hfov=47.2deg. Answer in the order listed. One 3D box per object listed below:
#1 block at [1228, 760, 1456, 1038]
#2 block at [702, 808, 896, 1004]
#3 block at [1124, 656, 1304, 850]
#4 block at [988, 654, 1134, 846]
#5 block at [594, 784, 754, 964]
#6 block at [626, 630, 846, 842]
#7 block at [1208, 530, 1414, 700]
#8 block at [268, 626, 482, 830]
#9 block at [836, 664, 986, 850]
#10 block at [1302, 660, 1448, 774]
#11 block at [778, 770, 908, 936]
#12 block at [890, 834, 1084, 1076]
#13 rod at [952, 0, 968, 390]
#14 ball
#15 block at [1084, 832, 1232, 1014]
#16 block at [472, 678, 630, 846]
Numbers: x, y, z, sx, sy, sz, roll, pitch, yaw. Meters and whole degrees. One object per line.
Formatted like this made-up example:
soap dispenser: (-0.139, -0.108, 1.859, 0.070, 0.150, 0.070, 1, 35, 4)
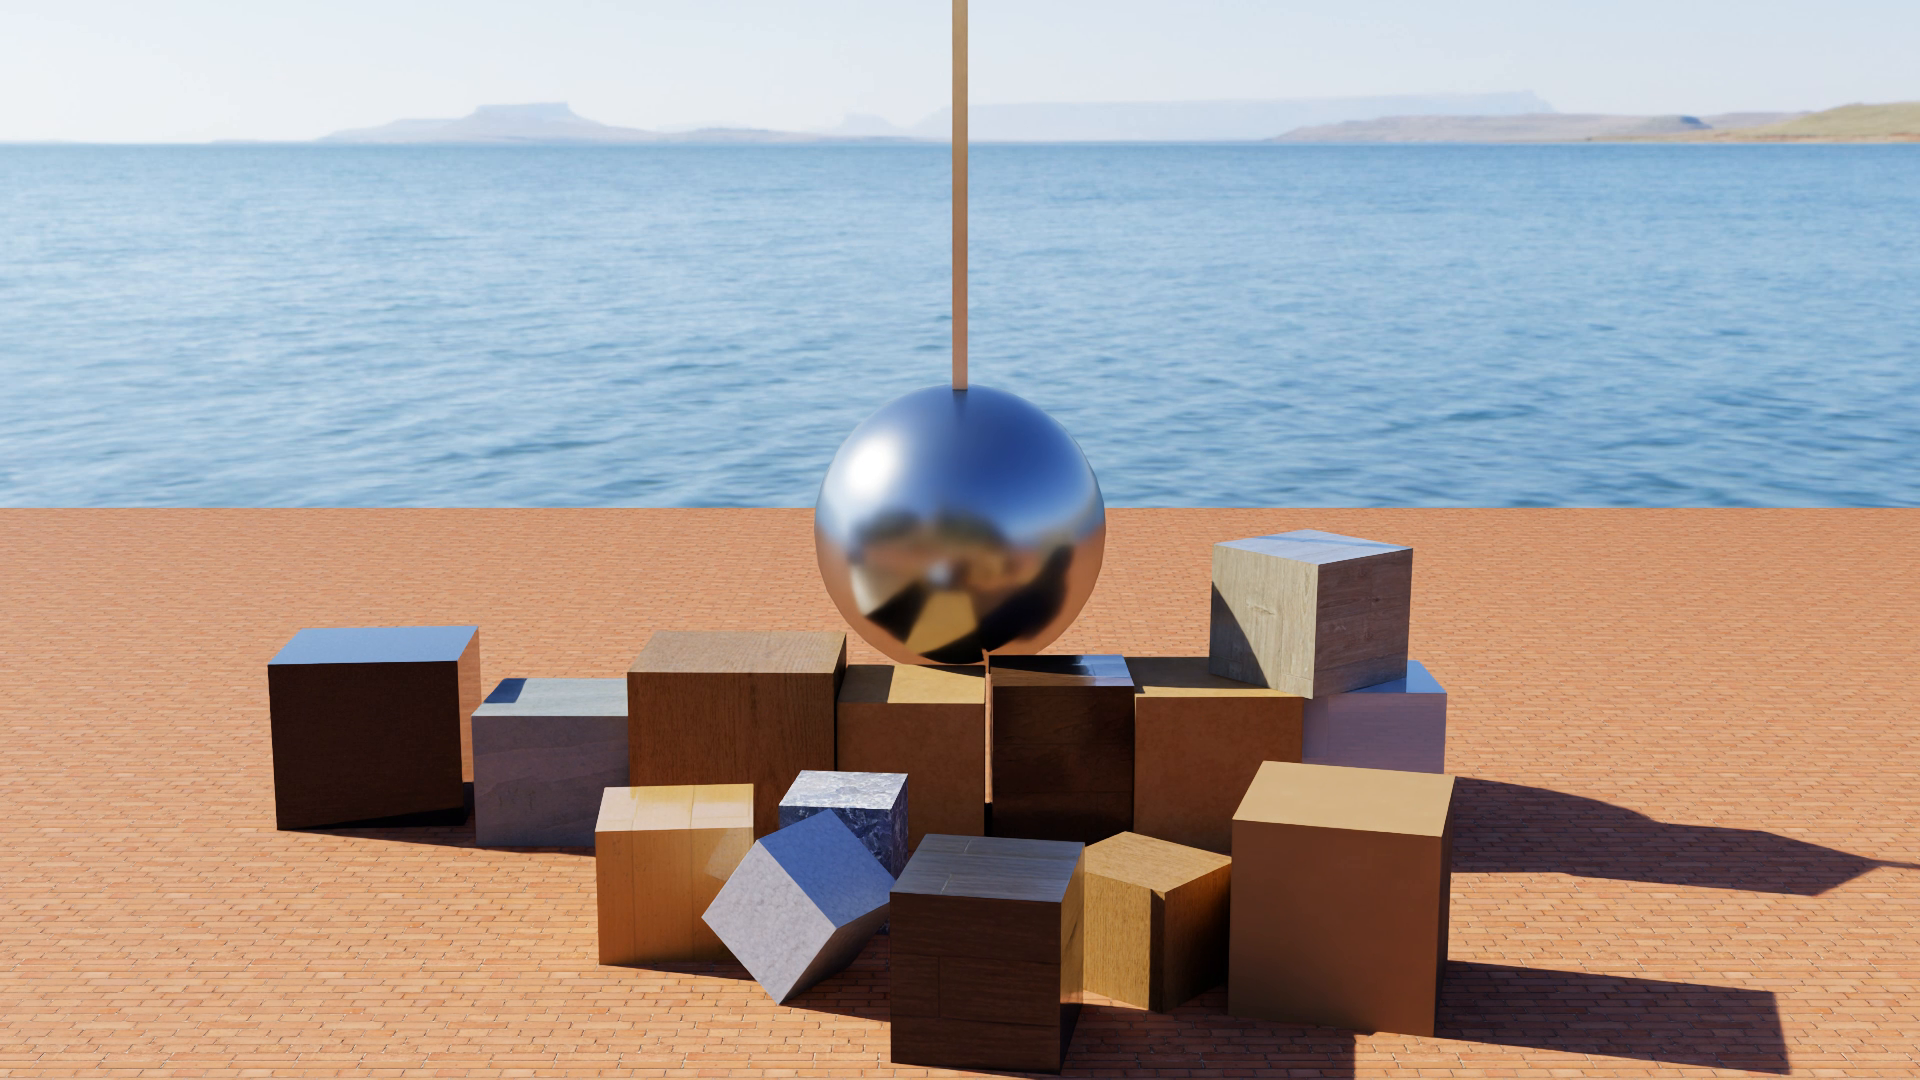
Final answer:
block: (1.602, 1.469, 9.165, 0.820, 0.831, 0.874, 3, 11, 16)
block: (-0.651, 1.529, 9.215, 0.498, 0.493, 0.508, 45, 29, 18)
block: (1.281, 1.088, 11.364, 0.831, 0.793, 0.856, 0, 10, -1)
block: (0.509, 1.074, 11.340, 0.706, 0.830, 0.675, 0, 10, -1)
block: (-1.253, 1.475, 9.783, 0.672, 0.599, 0.649, -1, 10, -5)
block: (-1.122, 1.024, 11.343, 1.017, 0.927, 0.929, 0, 10, 1)
block: (1.793, 0.362, 11.261, 0.739, 0.675, 0.695, -8, 14, -40)
block: (-3.082, 0.983, 11.704, 0.952, 0.879, 0.832, -1, 10, -5)
block: (-0.238, 1.108, 11.354, 0.732, 0.759, 0.809, 0, 10, 1)
block: (2.067, 1.086, 11.397, 0.731, 0.785, 0.705, 0, 10, 0)
block: (-0.525, 1.426, 10.086, 0.504, 0.586, 0.554, 1, 10, 6)
block: (0.120, 1.623, 8.711, 0.658, 0.690, 0.727, 2, 10, 10)
rod: (0.000, -3.283, 10.956, 0.080, 5.200, 0.080, 0, 18, 0)
ball: (0.000, -0.057, 12.029, 1.600, 1.600, 1.600, 0, 10, 0)
block: (0.775, 1.603, 9.298, 0.590, 0.518, 0.547, 9, 13, 39)
block: (-2.034, 1.140, 11.399, 0.798, 0.678, 0.776, 0, 10, 0)
